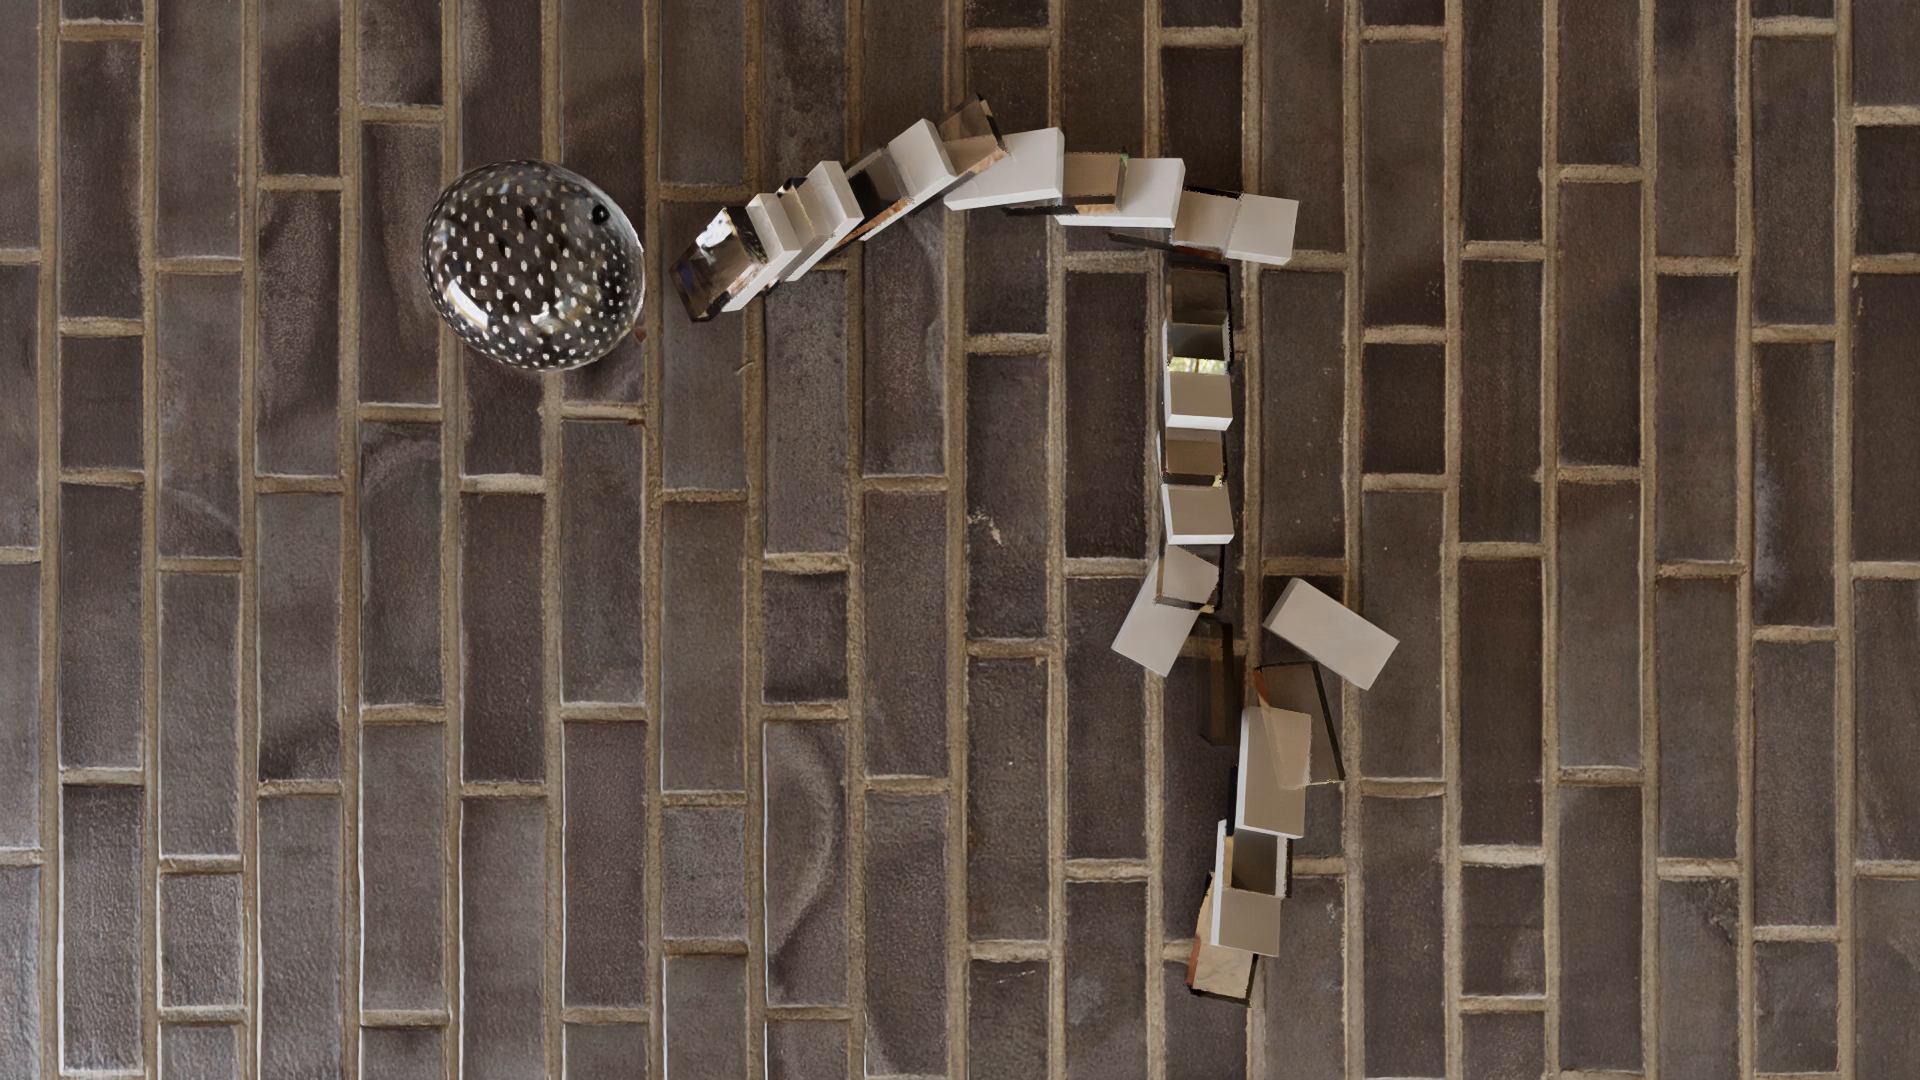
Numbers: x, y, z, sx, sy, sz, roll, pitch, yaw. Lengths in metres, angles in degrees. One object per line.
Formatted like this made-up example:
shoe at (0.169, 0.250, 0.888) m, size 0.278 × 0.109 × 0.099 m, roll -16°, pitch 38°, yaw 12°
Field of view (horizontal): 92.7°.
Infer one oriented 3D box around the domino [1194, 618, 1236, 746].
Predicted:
domino at (0.108, 0.059, 0.388) m, size 0.009 × 0.025 × 0.050 m, roll -1°, pitch 90°, yaw 0°

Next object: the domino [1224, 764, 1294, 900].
domino at (0.126, 0.122, 0.386) m, size 0.025 × 0.009 × 0.050 m, roll 11°, pitch 67°, yaw 0°

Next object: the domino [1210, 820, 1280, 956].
domino at (0.121, 0.146, 0.386) m, size 0.025 × 0.010 × 0.050 m, roll 11°, pitch 67°, yaw 0°

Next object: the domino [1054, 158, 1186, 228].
domino at (0.067, -0.146, 0.385) m, size 0.050 × 0.010 × 0.025 m, roll 10°, pitch 89°, yaw 24°

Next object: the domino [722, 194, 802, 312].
domino at (-0.088, -0.118, 0.380) m, size 0.050 × 0.010 × 0.025 m, roll -25°, pitch 90°, yaw 43°

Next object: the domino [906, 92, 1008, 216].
domino at (-0.007, -0.161, 0.384) m, size 0.050 × 0.010 × 0.025 m, roll -24°, pitch 87°, yaw 27°

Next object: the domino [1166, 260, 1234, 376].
domino at (0.100, -0.094, 0.385) m, size 0.025 × 0.009 × 0.050 m, roll 5°, pitch 66°, yaw 0°

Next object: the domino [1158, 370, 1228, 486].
domino at (0.097, -0.047, 0.385) m, size 0.025 × 0.010 × 0.050 m, roll 3°, pitch 66°, yaw 0°

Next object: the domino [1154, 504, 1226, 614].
domino at (0.098, 0.004, 0.386) m, size 0.025 × 0.009 × 0.050 m, roll 10°, pitch 67°, yaw -1°

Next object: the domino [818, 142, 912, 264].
domino at (-0.047, -0.141, 0.384) m, size 0.050 × 0.010 × 0.025 m, roll -25°, pitch 90°, yaw 27°

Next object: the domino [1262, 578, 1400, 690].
domino at (0.160, 0.040, 0.395) m, size 0.050 × 0.009 × 0.025 m, roll 32°, pitch 90°, yaw 0°

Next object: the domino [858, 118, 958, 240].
domino at (-0.028, -0.150, 0.384) m, size 0.050 × 0.009 × 0.025 m, roll -24°, pitch 90°, yaw 27°

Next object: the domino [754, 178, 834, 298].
domino at (-0.075, -0.124, 0.380) m, size 0.050 × 0.010 × 0.025 m, roll -25°, pitch 90°, yaw 43°

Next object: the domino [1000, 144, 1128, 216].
domino at (0.043, -0.151, 0.385) m, size 0.050 × 0.009 × 0.025 m, roll 7°, pitch 89°, yaw 24°

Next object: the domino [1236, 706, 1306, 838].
domino at (0.131, 0.097, 0.386) m, size 0.025 × 0.010 × 0.050 m, roll 11°, pitch 67°, yaw 0°

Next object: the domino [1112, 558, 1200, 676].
domino at (0.088, 0.031, 0.395) m, size 0.025 × 0.009 × 0.050 m, roll 27°, pitch 90°, yaw 0°

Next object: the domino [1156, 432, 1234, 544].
domino at (0.098, -0.023, 0.386) m, size 0.025 × 0.009 × 0.050 m, roll -1°, pitch 67°, yaw -1°

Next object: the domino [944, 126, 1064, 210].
domino at (0.018, -0.156, 0.386) m, size 0.050 × 0.009 × 0.025 m, roll 2°, pitch 90°, yaw 24°

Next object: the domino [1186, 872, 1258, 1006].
domino at (0.116, 0.171, 0.395) m, size 0.025 × 0.009 × 0.050 m, roll 11°, pitch 90°, yaw 0°

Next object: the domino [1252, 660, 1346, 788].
domino at (0.142, 0.077, 0.385) m, size 0.025 × 0.009 × 0.050 m, roll -4°, pitch 68°, yaw -6°

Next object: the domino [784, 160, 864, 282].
domino at (-0.063, -0.131, 0.380) m, size 0.050 × 0.010 × 0.025 m, roll -25°, pitch 90°, yaw 43°

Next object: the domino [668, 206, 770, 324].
domino at (-0.101, -0.113, 0.380) m, size 0.050 × 0.010 × 0.025 m, roll -25°, pitch 90°, yaw 43°

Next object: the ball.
ball at (-0.166, -0.106, 0.360) m, size 0.080 × 0.080 × 0.080 m, roll 0°, pitch 90°, yaw 0°

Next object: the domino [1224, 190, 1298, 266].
domino at (0.118, -0.136, 0.395) m, size 0.050 × 0.009 × 0.025 m, roll 8°, pitch 90°, yaw 0°

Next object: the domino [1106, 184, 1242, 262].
domino at (0.090, -0.136, 0.386) m, size 0.050 × 0.009 × 0.025 m, roll 18°, pitch 92°, yaw 21°

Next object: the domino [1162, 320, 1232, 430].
domino at (0.099, -0.071, 0.385) m, size 0.025 × 0.010 × 0.050 m, roll 4°, pitch 66°, yaw 0°
